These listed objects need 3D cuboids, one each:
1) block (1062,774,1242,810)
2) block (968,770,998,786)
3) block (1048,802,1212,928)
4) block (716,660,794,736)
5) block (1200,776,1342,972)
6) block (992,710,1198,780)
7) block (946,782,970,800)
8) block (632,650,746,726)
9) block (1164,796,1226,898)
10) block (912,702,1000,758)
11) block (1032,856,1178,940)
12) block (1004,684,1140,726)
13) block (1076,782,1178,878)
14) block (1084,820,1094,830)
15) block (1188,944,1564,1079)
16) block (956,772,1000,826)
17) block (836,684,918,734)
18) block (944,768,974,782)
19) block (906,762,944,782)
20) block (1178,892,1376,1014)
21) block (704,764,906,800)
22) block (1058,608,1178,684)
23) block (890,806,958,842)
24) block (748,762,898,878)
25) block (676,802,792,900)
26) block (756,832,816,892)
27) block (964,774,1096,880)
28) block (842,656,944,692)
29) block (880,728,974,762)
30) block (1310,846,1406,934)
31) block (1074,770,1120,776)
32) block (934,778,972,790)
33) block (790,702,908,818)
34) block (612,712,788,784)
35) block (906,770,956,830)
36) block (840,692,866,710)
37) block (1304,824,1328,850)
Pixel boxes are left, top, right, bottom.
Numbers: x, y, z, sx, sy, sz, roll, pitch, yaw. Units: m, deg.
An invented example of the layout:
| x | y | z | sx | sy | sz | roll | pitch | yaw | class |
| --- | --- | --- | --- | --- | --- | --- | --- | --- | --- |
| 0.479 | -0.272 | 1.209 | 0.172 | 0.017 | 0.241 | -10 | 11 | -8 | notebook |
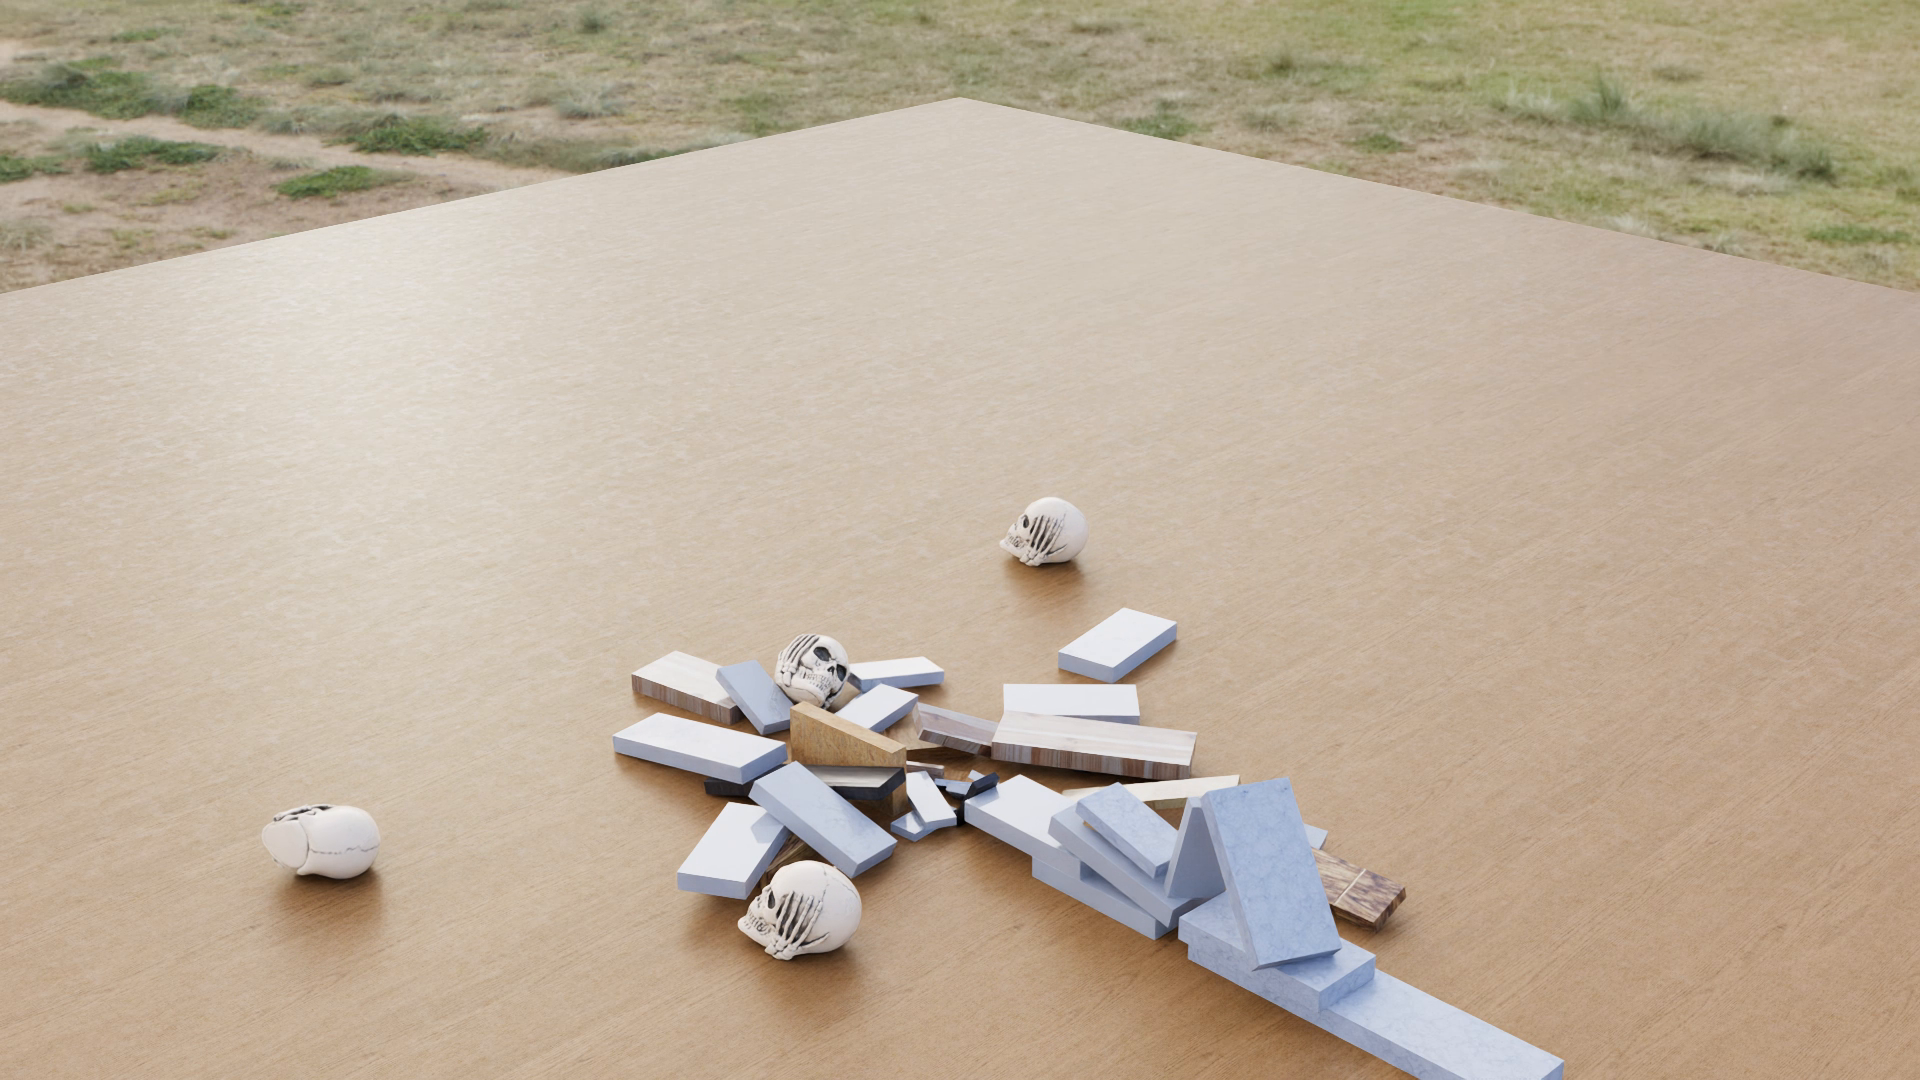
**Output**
| x | y | z | sx | sy | sz | roll | pitch | yaw | class |
| --- | --- | --- | --- | --- | --- | --- | --- | --- | --- |
| 0.379 | 0.515 | 4.419 | 0.365 | 0.022 | 0.076 | -7 | 21 | 16 | block |
| 0.080 | 0.509 | 4.492 | 0.124 | 0.018 | 0.062 | 22 | -10 | 42 | block |
| 0.331 | 0.591 | 4.124 | 0.155 | 0.044 | 0.310 | -21 | 44 | -40 | block |
| -0.442 | 0.344 | 4.825 | 0.100 | 0.028 | 0.201 | -11 | 43 | -37 | block |
| 0.542 | 0.582 | 3.845 | 0.158 | 0.045 | 0.316 | -8 | 67 | -17 | block |
| 0.282 | 0.431 | 4.611 | 0.412 | 0.042 | 0.147 | 6 | 24 | 11 | block |
| 0.039 | 0.521 | 4.463 | 0.124 | 0.018 | 0.062 | 10 | -19 | 22 | block |
| -0.578 | 0.330 | 4.931 | 0.293 | 0.042 | 0.147 | 16 | 28 | 33 | block |
| 0.444 | 0.556 | 3.971 | 0.107 | 0.213 | 0.030 | 2 | 32 | -13 | block |
| -0.001 | 0.405 | 4.660 | 0.195 | 0.028 | 0.098 | 16 | 28 | -20 | block |
| 0.303 | 0.649 | 4.174 | 0.155 | 0.044 | 0.310 | -21 | 31 | -40 | block |
| 0.243 | 0.369 | 4.837 | 0.293 | 0.042 | 0.147 | 0 | 23 | 1 | block |
| 0.327 | 0.539 | 4.095 | 0.107 | 0.030 | 0.213 | -18 | 42 | -38 | block |
| 0.317 | 0.542 | 4.136 | 0.152 | 0.022 | 0.076 | 25 | 35 | 21 | block |
| 0.704 | 0.807 | 3.800 | 0.158 | 0.045 | 0.670 | -21 | 31 | -40 | block |
| 0.032 | 0.518 | 4.388 | 0.062 | 0.124 | 0.018 | -20 | 57 | -39 | block |
| -0.188 | 0.374 | 4.767 | 0.100 | 0.028 | 0.201 | 14 | 27 | 30 | block |
| -0.007 | 0.496 | 4.574 | 0.092 | 0.013 | 0.046 | 6 | 24 | 14 | block |
| -0.079 | 0.486 | 4.557 | 0.092 | 0.046 | 0.013 | 6 | 24 | 14 | block |
| 0.558 | 0.720 | 3.892 | 0.158 | 0.045 | 0.316 | -20 | 30 | -39 | block |
| -0.317 | 0.488 | 4.450 | 0.424 | 0.028 | 0.100 | -2 | 17 | 30 | block |
| 0.370 | 0.244 | 5.132 | 0.147 | 0.042 | 0.293 | 15 | 27 | 32 | block |
| -0.072 | 0.562 | 4.413 | 0.065 | 0.018 | 0.130 | 18 | 29 | 36 | block |
| -0.267 | 0.543 | 4.289 | 0.270 | 0.038 | 0.135 | 36 | 29 | 21 | block |
| -0.427 | 0.592 | 4.209 | 0.135 | 0.038 | 0.270 | 6 | 24 | 14 | block |
| -0.354 | 0.585 | 4.328 | 0.147 | 0.042 | 0.293 | 13 | 26 | 27 | block |
| 0.173 | 0.556 | 4.280 | 0.155 | 0.044 | 0.311 | -21 | 31 | -40 | block |
| -0.151 | 0.303 | 4.966 | 0.207 | 0.029 | 0.104 | -4 | 17 | -28 | block |
| -0.074 | 0.434 | 4.703 | 0.195 | 0.028 | 0.098 | -4 | 23 | -10 | block |
| 0.718 | 0.656 | 4.136 | 0.213 | 0.030 | 0.107 | 20 | 48 | 39 | block |
| 0.342 | 0.461 | 4.639 | 0.195 | 0.028 | 0.098 | 4 | 23 | 8 | block |
| -0.003 | 0.507 | 4.514 | 0.092 | 0.013 | 0.046 | 5 | -19 | 12 | block |
| -0.231 | 0.448 | 4.517 | 0.293 | 0.147 | 0.042 | 19 | 30 | 38 | block |
| -0.548 | 0.435 | 4.615 | 0.387 | 0.038 | 0.135 | 8 | 23 | 39 | block |
| -0.069 | 0.526 | 4.451 | 0.065 | 0.018 | 0.199 | -8 | 24 | -17 | block |
| -0.209 | 0.388 | 4.808 | 0.103 | 0.029 | 0.207 | 12 | 26 | 25 | block |
| 0.593 | 0.574 | 4.321 | 0.237 | 0.029 | 0.103 | 17 | 32 | 18 | block |
